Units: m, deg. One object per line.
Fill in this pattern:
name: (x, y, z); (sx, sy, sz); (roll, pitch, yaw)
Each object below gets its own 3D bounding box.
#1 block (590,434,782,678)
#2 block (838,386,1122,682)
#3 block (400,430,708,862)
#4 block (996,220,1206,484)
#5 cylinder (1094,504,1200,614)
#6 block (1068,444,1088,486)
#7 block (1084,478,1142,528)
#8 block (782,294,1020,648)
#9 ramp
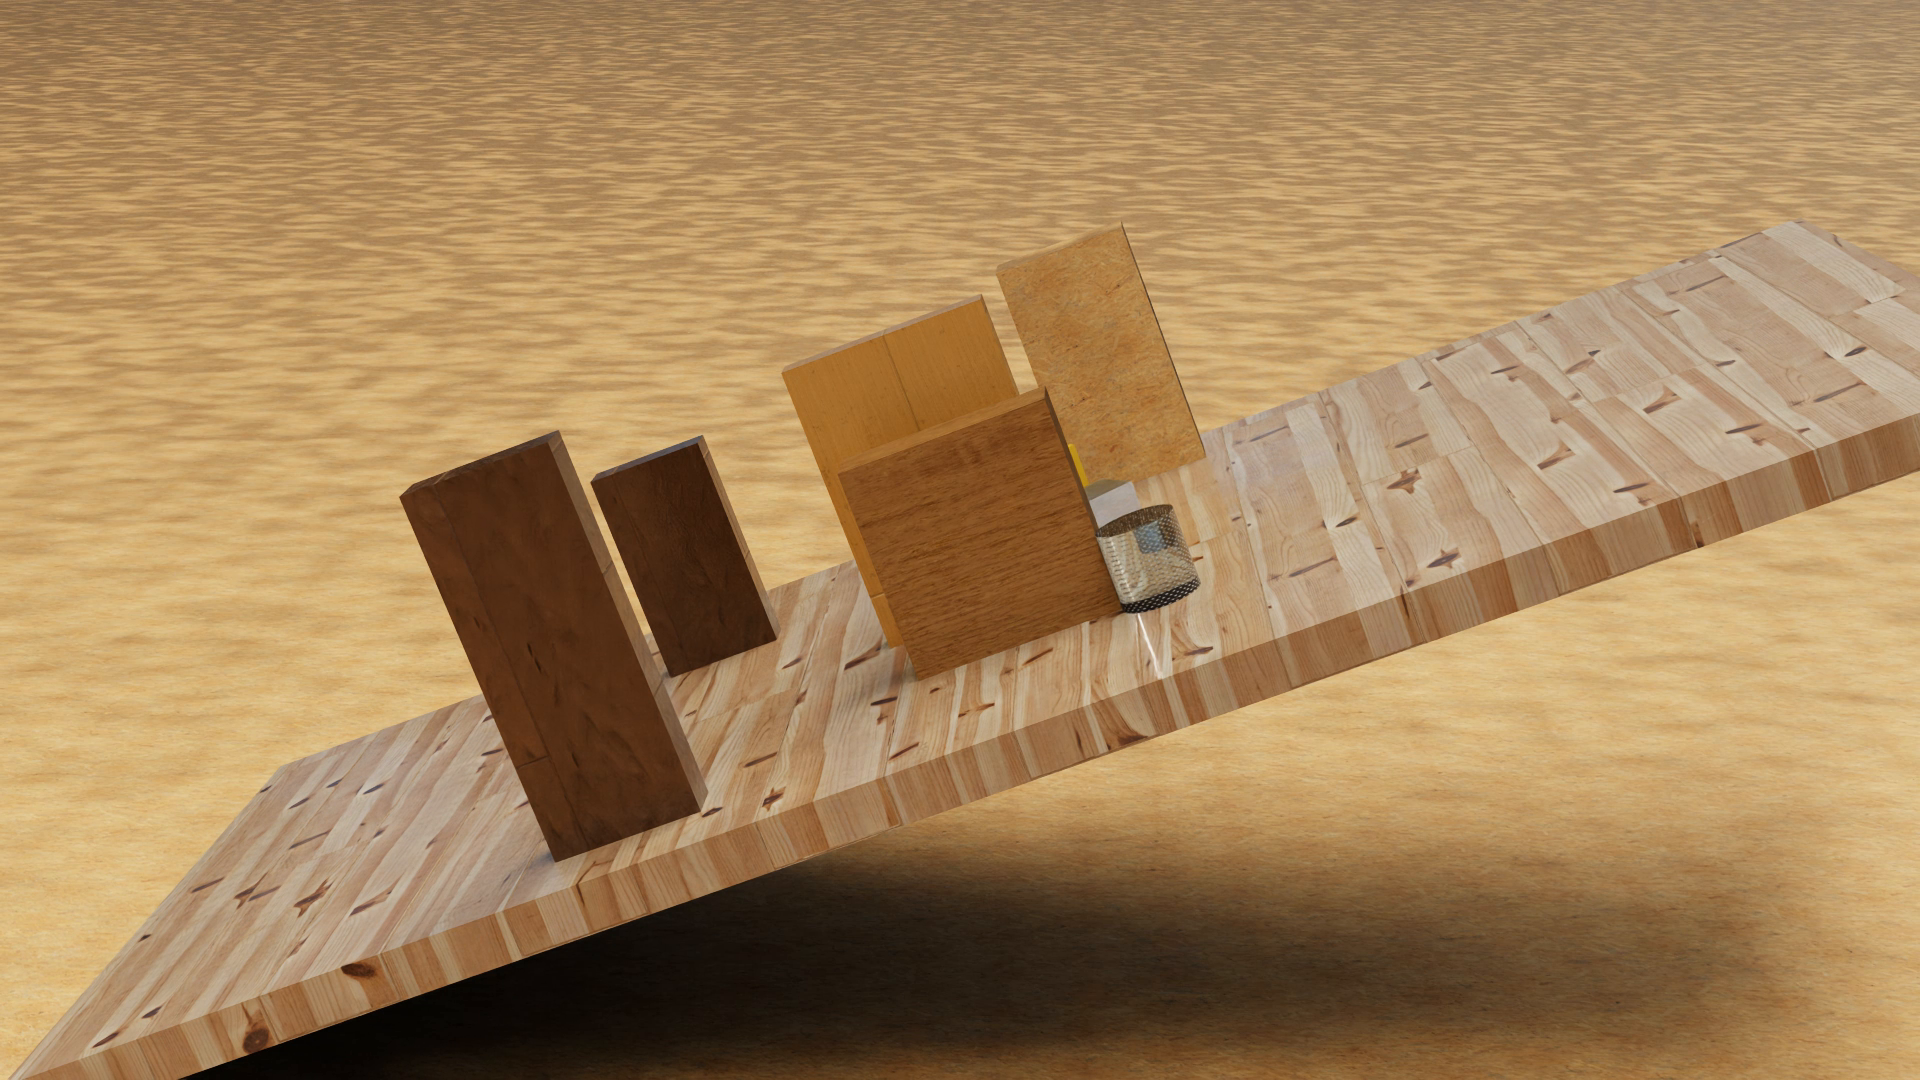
block: (-0.628, 0.038, 6.766); (0.264, 0.492, 0.098); (-20, 12, 7)
block: (0.044, -0.014, 5.908); (0.437, 0.453, 0.148); (-20, 12, 7)
block: (-0.763, 0.204, 5.572); (0.300, 0.761, 0.119); (-20, 12, 7)
block: (0.334, -0.423, 6.954); (0.311, 0.579, 0.143); (-20, 12, 7)
cylinder: (0.372, 0.037, 5.818); (0.164, 0.164, 0.164); (-20, 12, 4)
block: (0.156, -0.069, 6.583); (0.205, 0.205, 0.205); (-11, 15, 42)
block: (0.300, -0.034, 6.315); (0.146, 0.146, 0.146); (-26, 12, -20)
block: (-0.052, -0.143, 6.213); (0.444, 0.635, 0.084); (-20, 12, 7)
ramp: (0.118, 0.176, 6.295); (4.000, 0.100, 2.000); (-20, 12, 7)
